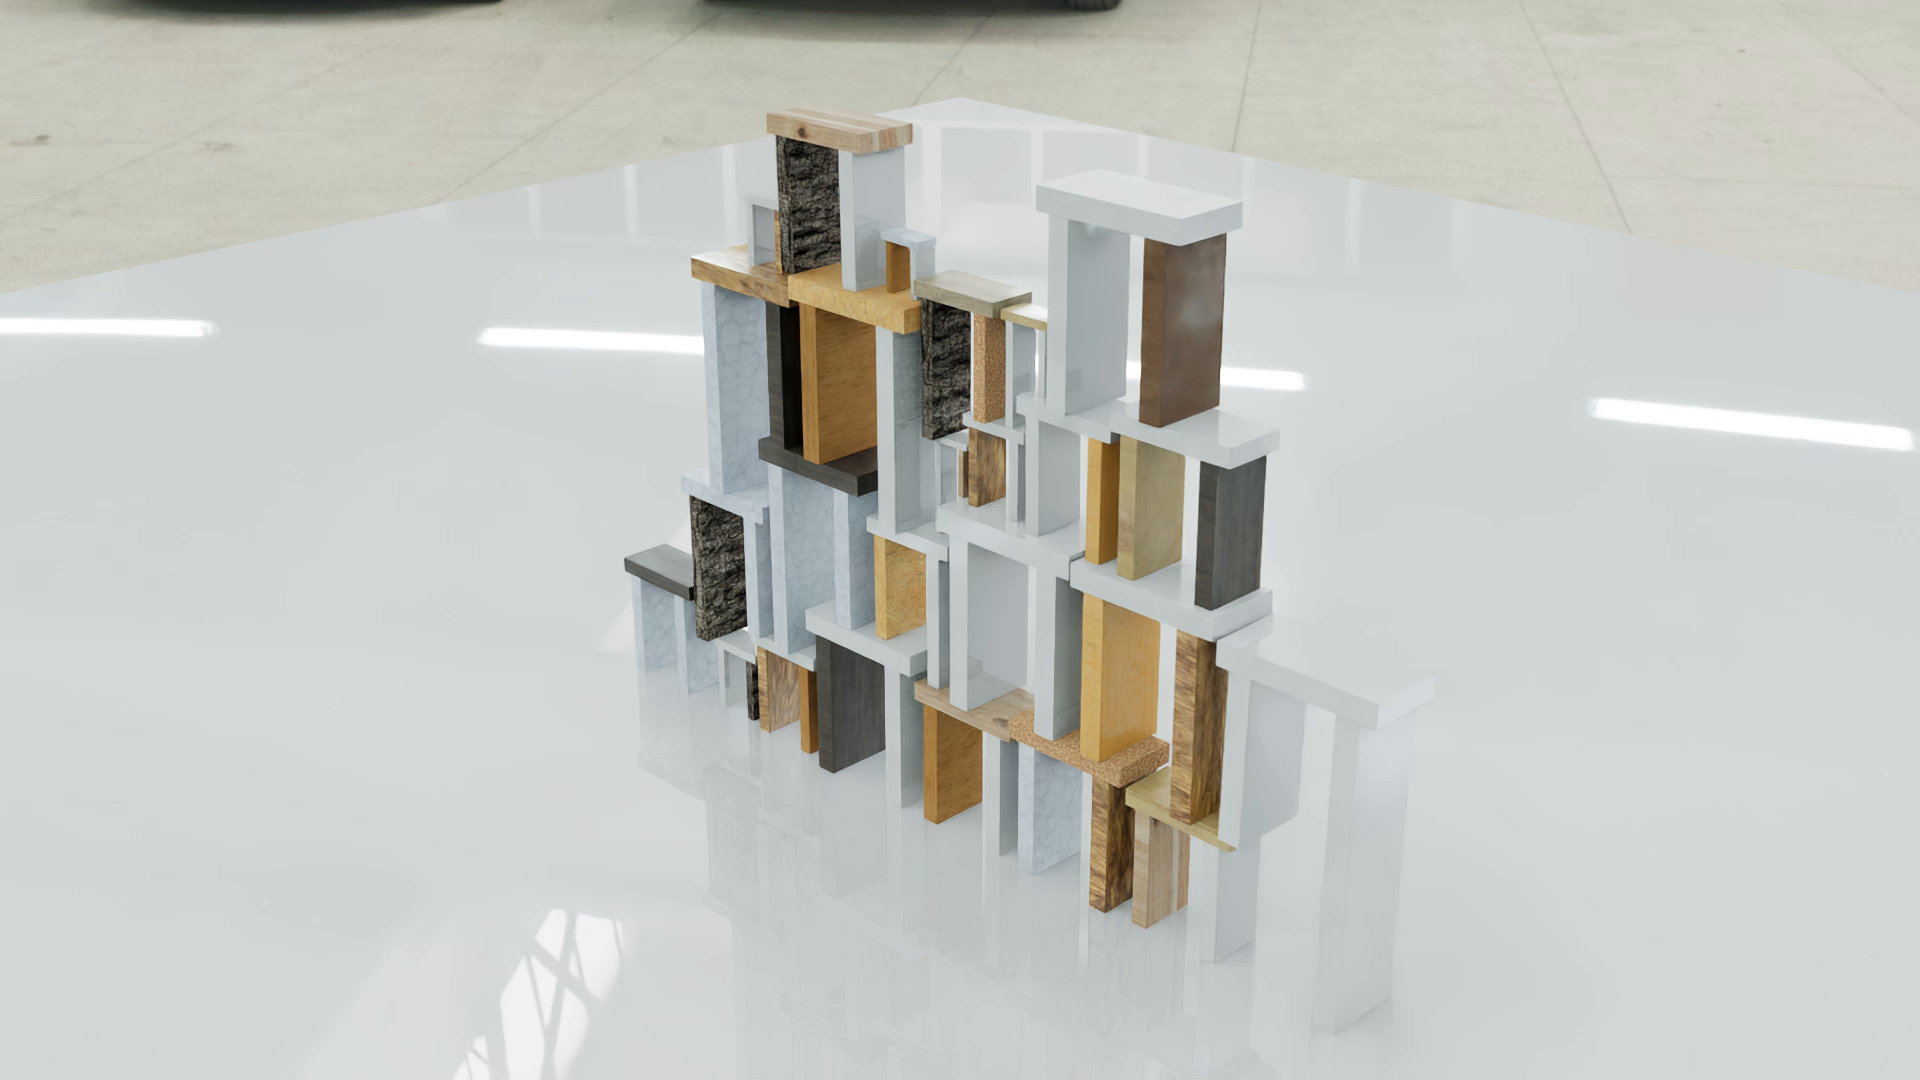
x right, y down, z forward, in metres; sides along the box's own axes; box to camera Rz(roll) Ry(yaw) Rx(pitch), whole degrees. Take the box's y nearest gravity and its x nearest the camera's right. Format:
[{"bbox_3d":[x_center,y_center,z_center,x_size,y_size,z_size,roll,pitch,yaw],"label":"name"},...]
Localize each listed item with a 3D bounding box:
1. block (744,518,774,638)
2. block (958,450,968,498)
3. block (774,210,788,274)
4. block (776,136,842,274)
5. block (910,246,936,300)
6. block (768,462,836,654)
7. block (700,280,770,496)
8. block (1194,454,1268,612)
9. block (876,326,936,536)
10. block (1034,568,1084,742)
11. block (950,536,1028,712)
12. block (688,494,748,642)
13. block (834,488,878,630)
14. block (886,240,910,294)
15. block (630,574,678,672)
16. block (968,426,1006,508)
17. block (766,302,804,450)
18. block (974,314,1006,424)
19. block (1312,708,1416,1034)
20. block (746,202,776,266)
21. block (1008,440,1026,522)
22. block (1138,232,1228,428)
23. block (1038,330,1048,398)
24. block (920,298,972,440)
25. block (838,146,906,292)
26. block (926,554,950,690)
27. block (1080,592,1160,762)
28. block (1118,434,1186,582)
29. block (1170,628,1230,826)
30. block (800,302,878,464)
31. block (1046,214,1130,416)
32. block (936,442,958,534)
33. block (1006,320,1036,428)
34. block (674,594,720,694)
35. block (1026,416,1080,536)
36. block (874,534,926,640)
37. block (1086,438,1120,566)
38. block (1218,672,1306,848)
[{"bbox_3d":[-0.392,0.062,4.679,0.038,0.268,0.134,21,31,41],"label":"block"},{"bbox_3d":[0.018,-0.131,4.156,0.048,0.095,0.014,-21,31,-41],"label":"block"},{"bbox_3d":[-0.335,-0.594,4.340,0.063,0.127,0.018,-21,31,-41],"label":"block"},{"bbox_3d":[-0.289,-0.660,4.258,0.037,0.265,0.132,20,30,41],"label":"block"},{"bbox_3d":[-0.069,-0.499,4.088,0.014,0.101,0.050,21,31,41],"label":"block"},{"bbox_3d":[-0.323,0.021,4.584,0.042,0.419,0.148,21,31,41],"label":"block"},{"bbox_3d":[-0.457,-0.331,4.579,0.043,0.458,0.151,21,31,40],"label":"block"},{"bbox_3d":[0.457,-0.024,3.715,0.131,0.263,0.037,-21,31,-40],"label":"block"},{"bbox_3d":[-0.084,-0.227,4.218,0.046,0.410,0.162,21,31,40],"label":"block"},{"bbox_3d":[0.214,0.189,4.074,0.047,0.335,0.167,21,31,41],"label":"block"},{"bbox_3d":[0.056,0.137,4.223,0.047,0.355,0.167,21,31,41],"label":"block"},{"bbox_3d":[-0.520,0.045,4.808,0.038,0.337,0.134,21,31,41],"label":"block"},{"bbox_3d":[-0.183,0.019,4.431,0.042,0.297,0.149,21,31,41],"label":"block"},{"bbox_3d":[-0.115,-0.518,4.132,0.050,0.101,0.014,-21,30,-40],"label":"block"},{"bbox_3d":[-0.692,0.173,5.052,0.033,0.235,0.117,21,31,41],"label":"block"},{"bbox_3d":[0.051,-0.146,4.114,0.022,0.156,0.078,21,31,41],"label":"block"},{"bbox_3d":[-0.314,-0.346,4.417,0.043,0.302,0.151,21,31,41],"label":"block"},{"bbox_3d":[0.071,-0.324,4.017,0.029,0.204,0.102,21,31,40],"label":"block"},{"bbox_3d":[0.682,0.542,3.713,0.163,0.601,0.046,-21,31,-41],"label":"block"},{"bbox_3d":[-0.395,-0.617,4.395,0.063,0.127,0.018,-21,31,-40],"label":"block"},{"bbox_3d":[0.125,-0.117,4.046,0.078,0.156,0.022,-21,31,-41],"label":"block"},{"bbox_3d":[0.372,-0.361,3.670,0.159,0.318,0.045,-21,31,-40],"label":"block"},{"bbox_3d":[0.166,-0.319,3.907,0.017,0.123,0.062,21,31,40],"label":"block"},{"bbox_3d":[-0.026,-0.330,4.119,0.029,0.273,0.102,21,31,41],"label":"block"},{"bbox_3d":[-0.164,-0.612,4.143,0.132,0.265,0.037,-21,30,-41],"label":"block"},{"bbox_3d":[-0.013,0.146,4.301,0.031,0.278,0.111,21,31,41],"label":"block"},{"bbox_3d":[0.293,0.225,3.999,0.046,0.326,0.163,21,31,40],"label":"block"},{"bbox_3d":[0.334,-0.072,3.830,0.131,0.263,0.037,-21,31,-40],"label":"block"},{"bbox_3d":[0.445,0.305,3.866,0.046,0.368,0.163,21,31,41],"label":"block"},{"bbox_3d":[-0.237,-0.326,4.341,0.046,0.324,0.162,21,31,41],"label":"block"},{"bbox_3d":[0.223,-0.404,3.816,0.159,0.352,0.045,-21,31,-40],"label":"block"},{"bbox_3d":[-0.026,-0.106,4.216,0.014,0.189,0.048,19,30,38],"label":"block"},{"bbox_3d":[0.110,-0.305,3.976,0.017,0.201,0.062,20,30,40],"label":"block"},{"bbox_3d":[-0.581,0.217,4.950,0.033,0.235,0.117,21,31,41],"label":"block"},{"bbox_3d":[0.169,-0.129,3.986,0.112,0.224,0.032,-21,30,-41],"label":"block"},{"bbox_3d":[-0.118,0.079,4.386,0.111,0.221,0.031,-21,31,-41],"label":"block"},{"bbox_3d":[0.274,-0.083,3.891,0.112,0.234,0.032,-21,31,-40],"label":"block"},{"bbox_3d":[0.525,0.355,3.796,0.163,0.326,0.046,-21,31,-39],"label":"block"}]
